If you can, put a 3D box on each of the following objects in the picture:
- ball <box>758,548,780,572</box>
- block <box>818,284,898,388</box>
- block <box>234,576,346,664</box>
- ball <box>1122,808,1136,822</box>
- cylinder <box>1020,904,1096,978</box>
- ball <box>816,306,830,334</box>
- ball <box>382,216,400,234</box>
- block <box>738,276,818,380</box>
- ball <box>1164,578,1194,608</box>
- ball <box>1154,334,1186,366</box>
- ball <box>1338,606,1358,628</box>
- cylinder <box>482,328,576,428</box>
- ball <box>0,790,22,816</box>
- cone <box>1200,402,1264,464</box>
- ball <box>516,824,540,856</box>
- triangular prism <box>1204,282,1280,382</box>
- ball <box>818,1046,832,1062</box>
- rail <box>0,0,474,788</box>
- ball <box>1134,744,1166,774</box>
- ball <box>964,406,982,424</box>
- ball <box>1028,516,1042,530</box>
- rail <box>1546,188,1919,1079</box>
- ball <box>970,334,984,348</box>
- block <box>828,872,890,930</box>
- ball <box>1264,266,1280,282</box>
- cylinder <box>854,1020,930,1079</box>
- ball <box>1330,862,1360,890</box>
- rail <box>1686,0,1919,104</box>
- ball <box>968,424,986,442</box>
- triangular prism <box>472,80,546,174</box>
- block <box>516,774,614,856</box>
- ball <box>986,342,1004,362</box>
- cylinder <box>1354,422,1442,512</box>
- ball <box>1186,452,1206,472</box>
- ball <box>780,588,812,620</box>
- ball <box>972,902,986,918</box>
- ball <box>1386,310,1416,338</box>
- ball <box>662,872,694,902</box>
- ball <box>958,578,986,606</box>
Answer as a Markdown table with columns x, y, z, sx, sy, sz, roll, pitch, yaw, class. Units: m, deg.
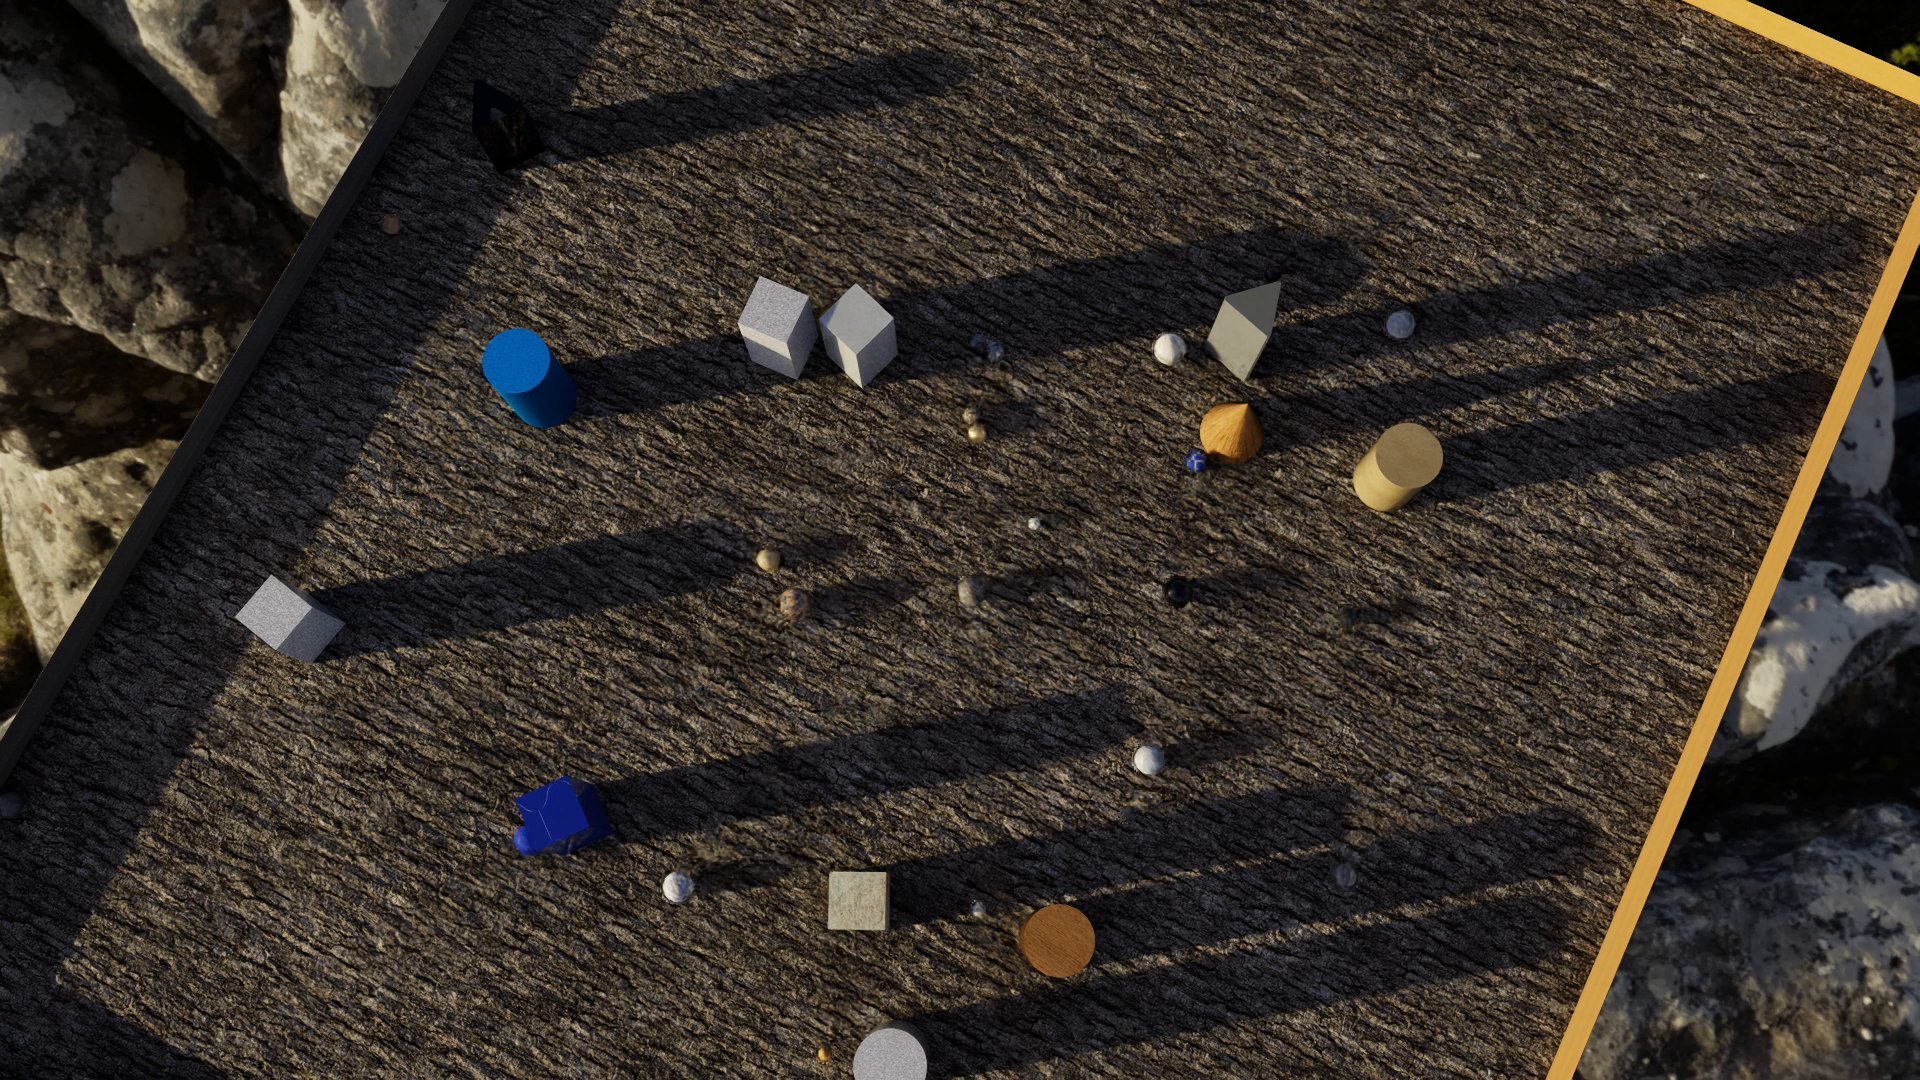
| x | y | z | sx | sy | sz | roll | pitch | yaw | class |
| --- | --- | --- | --- | --- | --- | --- | --- | --- | --- |
| -0.581 | 0.060 | 5.568 | 0.071 | 0.071 | 0.071 | 0 | 78 | 0 | ball |
| -0.306 | -0.616 | 5.565 | 0.157 | 0.350 | 0.157 | 44 | 82 | 8 | block |
| -1.976 | 0.237 | 5.418 | 0.157 | 0.292 | 0.157 | 37 | 81 | 7 | block |
| 0.499 | 0.815 | 5.426 | 0.043 | 0.043 | 0.043 | 0 | 78 | 0 | ball |
| 0.273 | 1.135 | 5.202 | 0.197 | 0.352 | 0.197 | 0 | 78 | 0 | cylinder |
| -0.404 | -0.680 | 5.709 | 0.094 | 0.094 | 0.094 | 0 | 78 | 0 | ball |
| -1.796 | -0.995 | 5.794 | 0.055 | 0.055 | 0.055 | 0 | 78 | 0 | ball |
| -0.548 | -0.638 | 5.558 | 0.157 | 0.374 | 0.157 | 23 | 79 | 5 | block |
| 0.660 | 0.158 | 5.538 | 0.090 | 0.090 | 0.090 | 0 | 78 | 0 | ball |
| 0.653 | -0.592 | 5.689 | 0.098 | 0.098 | 0.098 | 0 | 78 | 0 | ball |
| 1.173 | 0.232 | 5.536 | 0.063 | 0.063 | 0.063 | 0 | 78 | 0 | ball |
| -1.292 | -0.483 | 5.521 | 0.197 | 0.383 | 0.197 | 0 | 78 | 0 | cylinder |
| -2.814 | 0.780 | 5.416 | 0.076 | 0.076 | 0.076 | 0 | 78 | 0 | ball |
| 0.843 | -0.366 | 5.524 | 0.197 | 0.330 | 0.197 | 0 | 78 | 0 | cone |
| -1.259 | 0.880 | 5.386 | 0.096 | 0.096 | 0.096 | 0 | 78 | 0 | ball |
| 0.878 | -0.649 | 5.519 | 0.170 | 0.455 | 0.148 | 43 | 81 | 8 | triangular prism |
| -0.390 | 1.483 | 5.289 | 0.041 | 0.041 | 0.041 | 0 | 78 | 0 | ball |
| -1.985 | -0.965 | 5.750 | 0.045 | 0.128 | 5.375 | 26 | 80 | 5 | rail |
| 0.563 | 0.651 | 5.436 | 0.090 | 0.090 | 0.090 | 0 | 78 | 0 | ball |
| 0.038 | -0.385 | 5.668 | 0.055 | 0.055 | 0.055 | 0 | 78 | 0 | ball |
| 0.228 | -0.050 | 5.606 | 0.042 | 0.042 | 0.042 | 0 | 78 | 0 | ball |
| 1.985 | 0.979 | 5.348 | 0.045 | 0.128 | 5.375 | 26 | 80 | 5 | rail |
| 0.053 | -0.623 | 5.724 | 0.042 | 0.042 | 0.042 | 0 | 78 | 0 | ball |
| -0.285 | 1.033 | 5.240 | 0.157 | 0.319 | 0.157 | 1 | 78 | 0 | block |
| 0.981 | -0.838 | 5.766 | 0.047 | 0.047 | 0.047 | 0 | 78 | 0 | ball |
| -0.186 | 1.446 | 5.095 | 0.197 | 0.436 | 0.197 | 0 | 78 | 0 | cylinder |
| 1.127 | 0.986 | 5.370 | 0.082 | 0.082 | 0.082 | 0 | 78 | 0 | ball |
| 1.191 | -2.326 | 6.032 | 4.485 | 0.128 | 0.045 | 26 | 80 | 5 | rail |
| 0.053 | -0.330 | 5.655 | 0.060 | 0.060 | 0.060 | 0 | 78 | 0 | ball |
| -1.437 | -1.308 | 5.723 | 0.170 | 0.322 | 0.148 | -30 | 80 | -6 | triangular prism |
| -1.132 | 0.794 | 5.264 | 0.157 | 0.368 | 0.157 | -25 | 79 | -5 | block |
| 0.109 | -0.587 | 5.708 | 0.058 | 0.058 | 0.058 | 0 | 78 | 0 | ball |
| 1.311 | -0.215 | 5.502 | 0.197 | 0.312 | 0.197 | 0 | 78 | 0 | cylinder |
| 0.728 | -0.240 | 5.635 | 0.061 | 0.061 | 0.061 | 0 | 78 | 0 | ball |
| -0.496 | 0.191 | 5.527 | 0.098 | 0.098 | 0.098 | 0 | 78 | 0 | ball |
| 0.057 | 1.083 | 5.370 | 0.043 | 0.043 | 0.043 | 0 | 78 | 0 | ball |
| 1.375 | -0.672 | 5.711 | 0.088 | 0.088 | 0.088 | 0 | 78 | 0 | ball |
| -0.823 | 1.014 | 5.361 | 0.090 | 0.090 | 0.090 | 0 | 78 | 0 | ball |
| 0.036 | 0.156 | 5.540 | 0.087 | 0.087 | 0.087 | 0 | 78 | 0 | ball |
